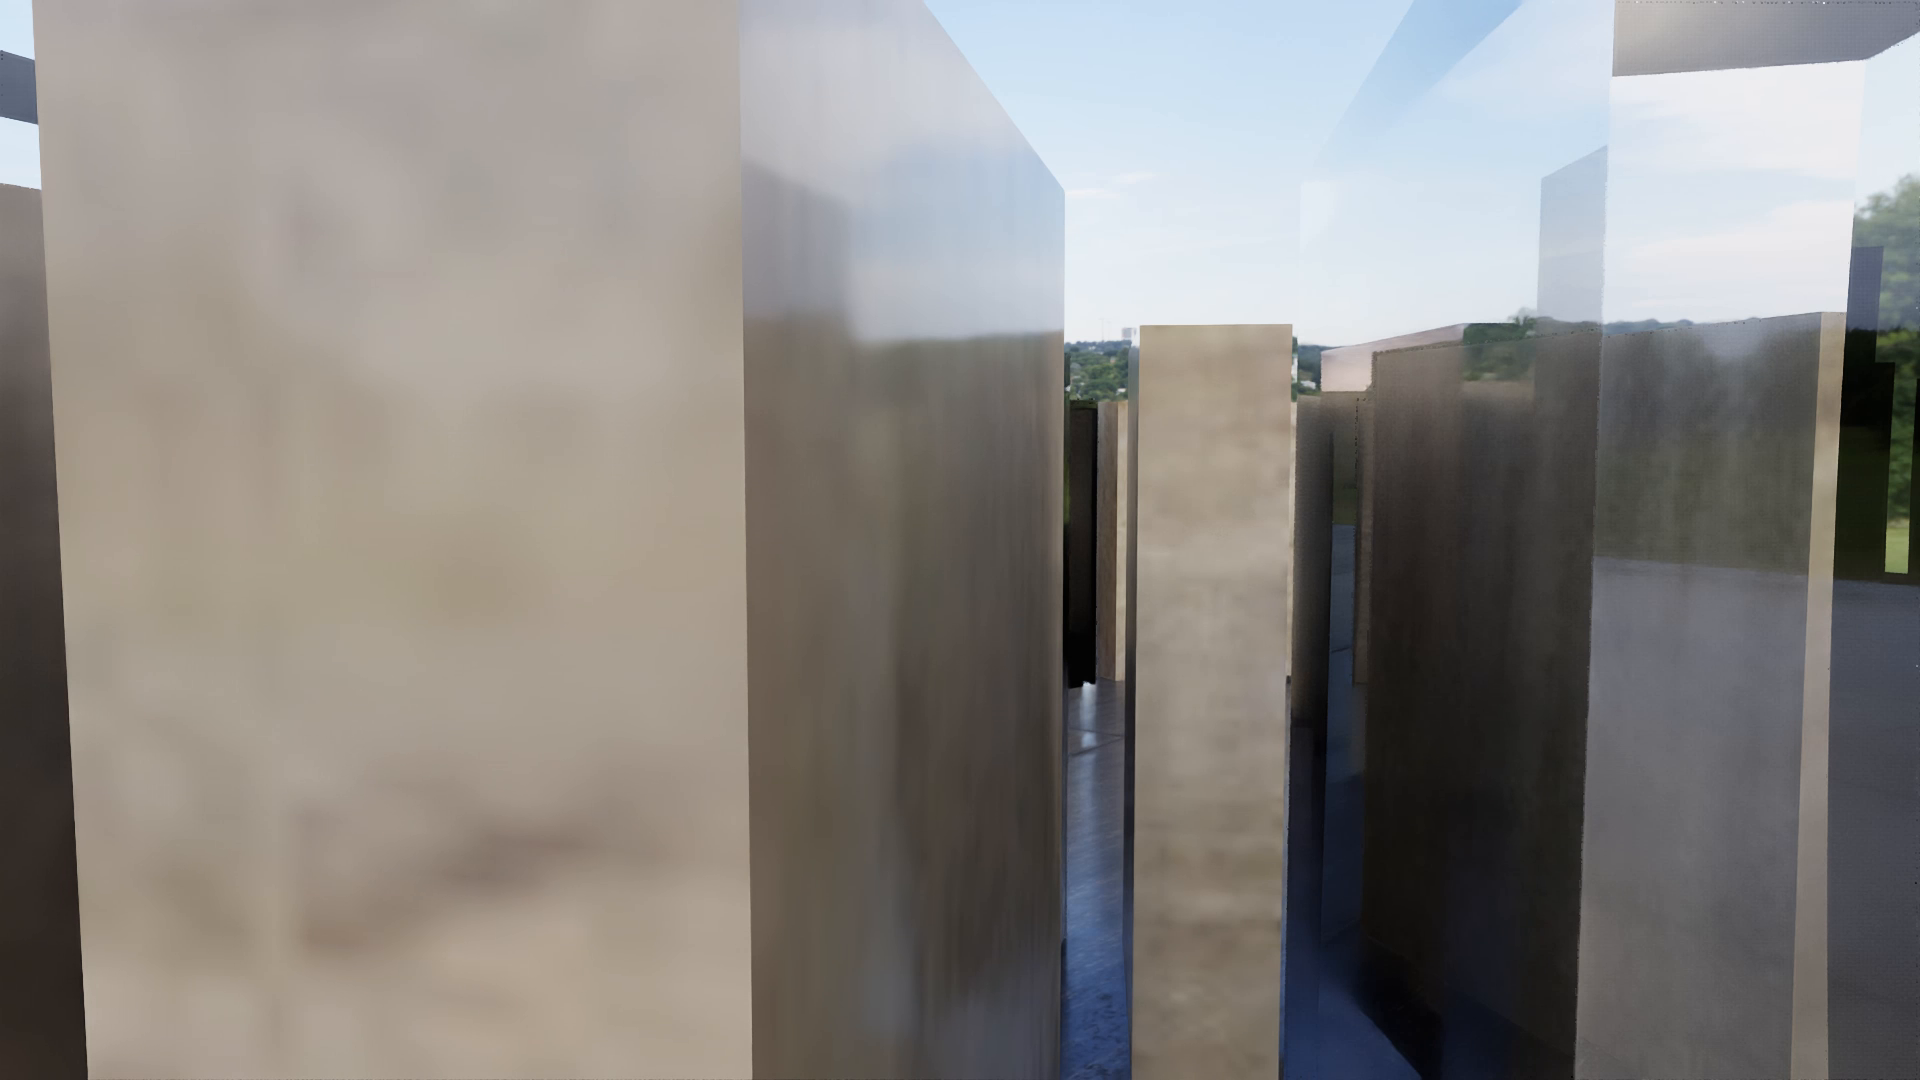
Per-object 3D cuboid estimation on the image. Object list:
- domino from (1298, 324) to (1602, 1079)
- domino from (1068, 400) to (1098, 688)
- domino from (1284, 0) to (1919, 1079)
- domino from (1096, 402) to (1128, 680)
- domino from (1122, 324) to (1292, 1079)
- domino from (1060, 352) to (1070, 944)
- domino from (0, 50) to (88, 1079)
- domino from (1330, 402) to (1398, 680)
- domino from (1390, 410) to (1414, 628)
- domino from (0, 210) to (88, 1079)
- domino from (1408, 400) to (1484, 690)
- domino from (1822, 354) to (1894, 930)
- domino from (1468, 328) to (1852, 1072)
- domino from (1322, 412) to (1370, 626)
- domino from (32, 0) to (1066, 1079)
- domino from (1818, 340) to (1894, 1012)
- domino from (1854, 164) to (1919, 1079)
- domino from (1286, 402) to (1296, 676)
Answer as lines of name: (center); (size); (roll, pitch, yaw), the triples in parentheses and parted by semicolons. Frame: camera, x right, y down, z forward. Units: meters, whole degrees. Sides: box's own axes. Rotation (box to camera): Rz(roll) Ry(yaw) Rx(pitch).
domino: (0.035, 0.010, 0.095); (0.009, 0.050, 0.025); (0, 4, -6)
domino: (0.012, 0.000, 0.232); (0.010, 0.050, 0.025); (-4, 6, -43)
domino: (0.013, 0.016, 0.026); (0.009, 0.050, 0.025); (1, 4, 8)
domino: (0.026, -0.001, 0.242); (0.009, 0.050, 0.025); (-2, 5, -29)
domino: (0.017, 0.010, 0.095); (0.009, 0.050, 0.025); (0, 4, 6)
domino: (0.001, 0.010, 0.099); (0.009, 0.050, 0.025); (2, 5, 20)
domino: (-0.021, 0.015, 0.034); (0.009, 0.050, 0.025); (1, 4, 17)
domino: (0.076, -0.001, 0.242); (0.009, 0.050, 0.025); (2, 5, 22)
domino: (0.110, -0.005, 0.305); (0.010, 0.050, 0.025); (2, 5, 26)
domino: (-0.037, 0.015, 0.039); (0.009, 0.050, 0.025); (2, 5, 22)
domino: (0.091, 0.000, 0.233); (0.009, 0.050, 0.025); (4, 6, 39)
domino: (0.083, 0.009, 0.112); (0.009, 0.050, 0.025); (-3, 5, -34)
domino: (0.052, 0.010, 0.098); (0.009, 0.050, 0.025); (-1, 4, -15)
domino: (0.094, -0.006, 0.311); (0.009, 0.050, 0.025); (1, 4, 16)
domino: (-0.004, 0.015, 0.029); (0.009, 0.050, 0.025); (1, 4, 13)
domino: (0.068, 0.010, 0.104); (0.010, 0.050, 0.025); (-2, 5, -23)
domino: (0.030, 0.016, 0.024); (0.009, 0.050, 0.025); (0, 4, 2)
domino: (0.060, -0.001, 0.247); (0.009, 0.050, 0.025); (1, 4, 10)
